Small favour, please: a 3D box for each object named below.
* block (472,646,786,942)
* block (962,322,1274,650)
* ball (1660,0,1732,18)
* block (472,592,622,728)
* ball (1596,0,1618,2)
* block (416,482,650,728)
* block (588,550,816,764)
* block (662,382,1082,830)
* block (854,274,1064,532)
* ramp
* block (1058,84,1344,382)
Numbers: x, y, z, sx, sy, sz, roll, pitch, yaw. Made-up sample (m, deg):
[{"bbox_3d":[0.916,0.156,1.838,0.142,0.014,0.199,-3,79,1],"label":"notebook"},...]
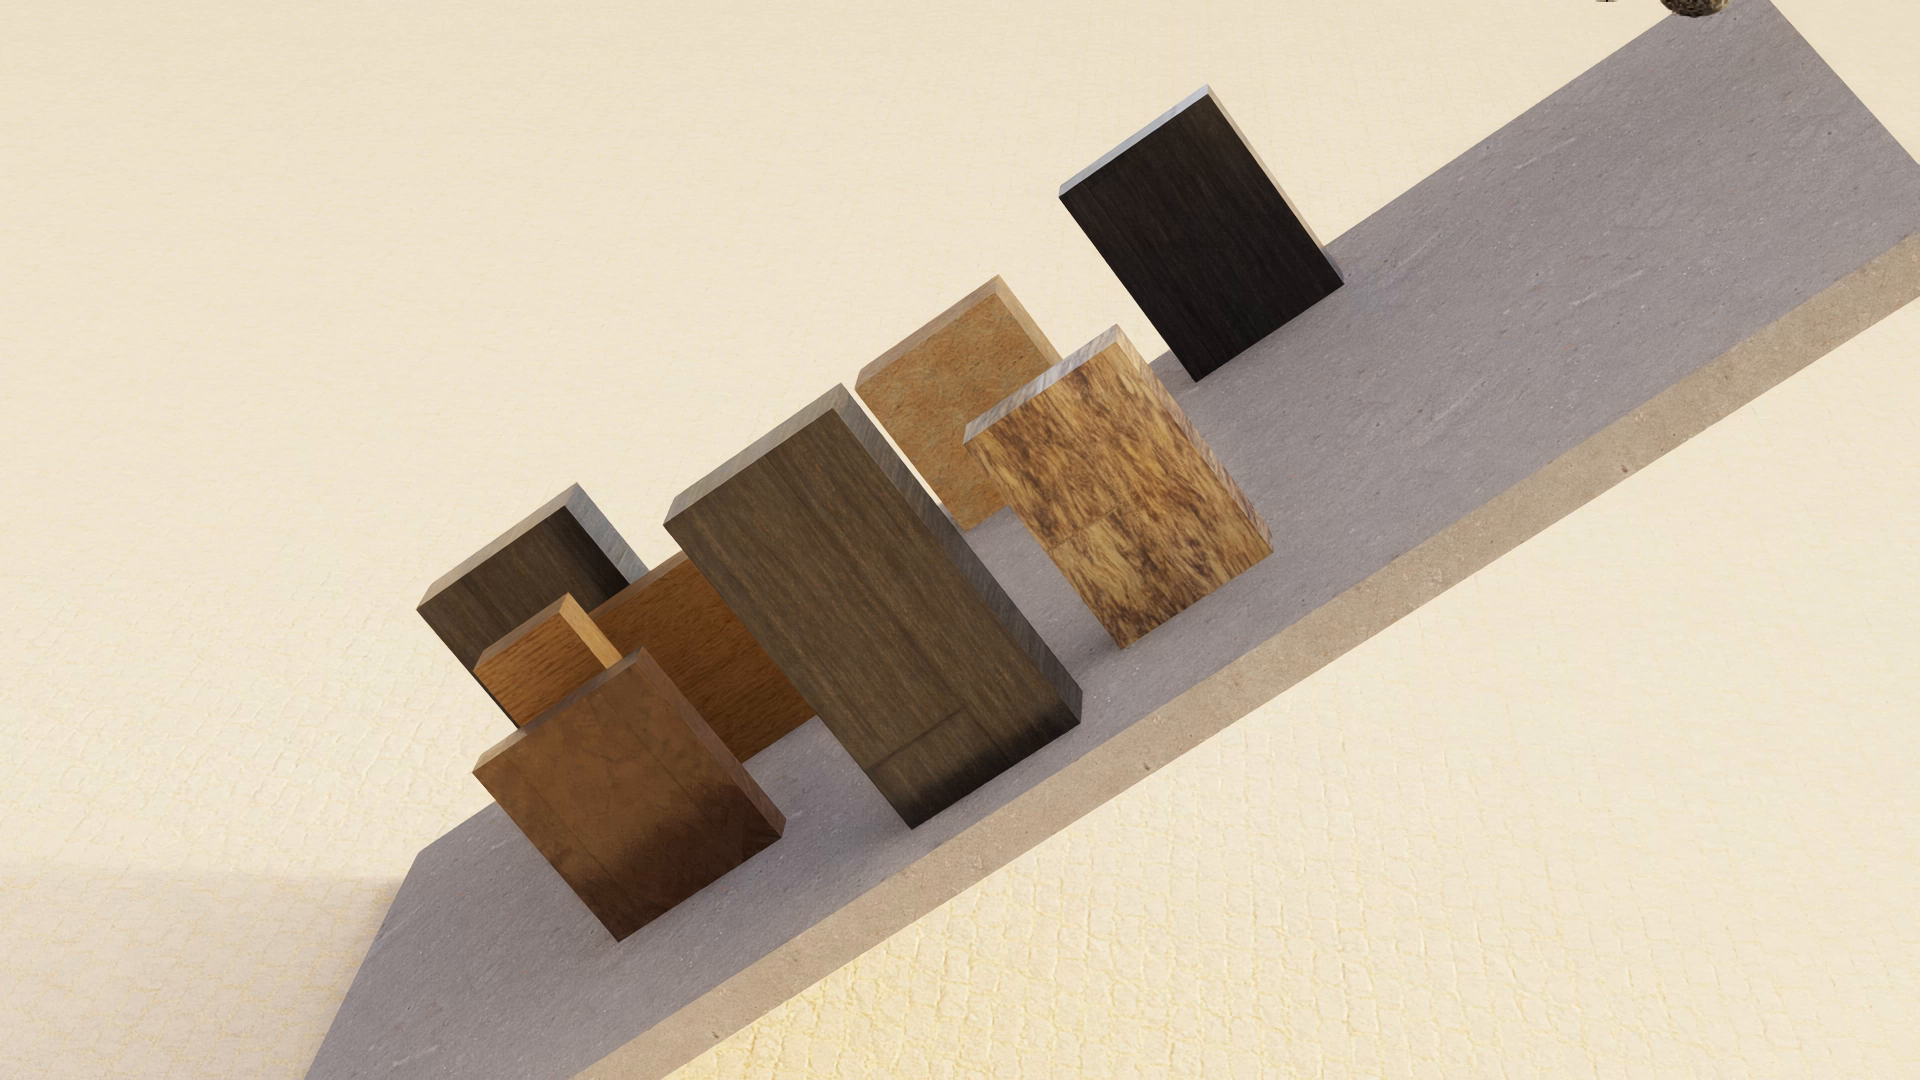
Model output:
[{"bbox_3d":[-0.677,0.525,6.038,0.433,0.479,0.084,-34,16,16],"label":"block"},{"bbox_3d":[0.301,-0.098,5.569,0.351,0.512,0.110,-34,16,16],"label":"block"},{"bbox_3d":[1.509,-1.167,6.020,0.191,0.191,0.191,0,22,0],"label":"ball"},{"bbox_3d":[-0.763,0.416,6.346,0.240,0.584,0.105,-34,16,16],"label":"block"},{"bbox_3d":[1.219,-1.083,5.534,0.142,0.142,0.142,0,22,0],"label":"ball"},{"bbox_3d":[-0.859,0.269,6.812,0.446,0.675,0.147,-34,16,16],"label":"block"},{"bbox_3d":[-0.570,0.272,6.559,0.348,0.460,0.105,-34,16,16],"label":"block"},{"bbox_3d":[-0.155,0.130,5.473,0.394,0.759,0.140,-34,16,16],"label":"block"},{"bbox_3d":[0.051,-0.320,6.904,0.409,0.437,0.144,-34,16,16],"label":"block"},{"bbox_3d":[0.131,0.177,6.316,4.000,0.100,2.000,-34,16,16],"label":"ramp"},{"bbox_3d":[0.547,-0.691,6.664,0.408,0.539,0.099,-34,16,16],"label":"block"}]
